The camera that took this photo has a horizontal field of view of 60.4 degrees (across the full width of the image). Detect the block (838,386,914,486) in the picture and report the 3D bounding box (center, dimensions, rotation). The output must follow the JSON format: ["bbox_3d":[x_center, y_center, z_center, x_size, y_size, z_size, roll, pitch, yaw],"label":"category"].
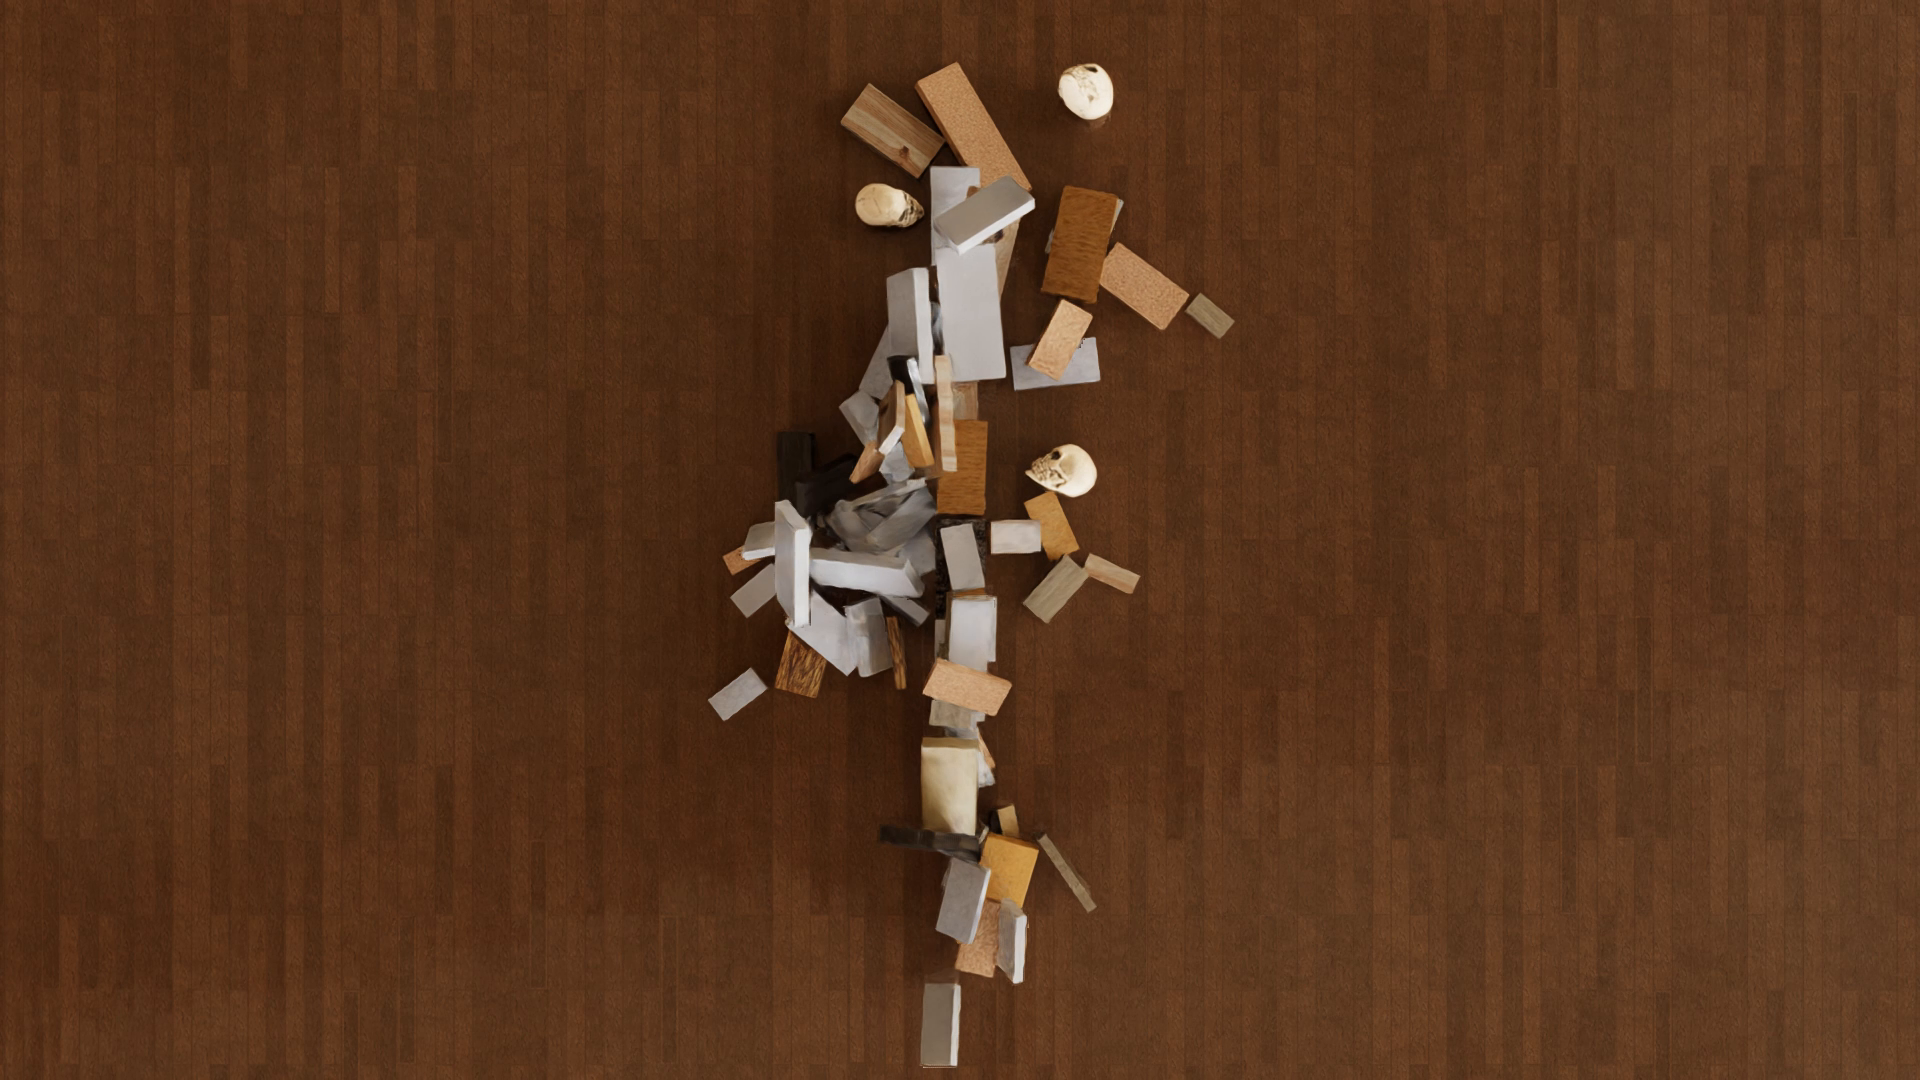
[{"bbox_3d":[-0.267,-0.335,5.409,0.036,0.126,0.322,-23,105,38],"label":"block"}]

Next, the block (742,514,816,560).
[{"bbox_3d":[-0.592,-0.011,5.397,0.243,0.034,0.122,-11,46,26],"label":"block"}]

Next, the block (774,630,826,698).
[{"bbox_3d":[-0.509,0.367,5.480,0.144,0.041,0.288,15,90,0],"label":"block"}]

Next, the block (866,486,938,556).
[{"bbox_3d":[-0.182,-0.056,5.337,0.028,0.368,0.099,-24,104,37],"label":"block"}]

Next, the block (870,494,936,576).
[{"bbox_3d":[-0.192,-0.022,5.457,0.155,0.044,0.310,-27,82,0],"label":"block"}]

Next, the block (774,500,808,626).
[{"bbox_3d":[-0.495,0.070,4.849,0.041,0.144,0.365,-16,133,-24],"label":"block"}]

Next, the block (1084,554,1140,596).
[{"bbox_3d":[0.501,0.113,5.489,0.183,0.020,0.070,25,89,0],"label":"block"}]

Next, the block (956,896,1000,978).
[{"bbox_3d":[0.076,1.301,5.420,0.127,0.036,0.254,14,100,-2],"label":"block"}]

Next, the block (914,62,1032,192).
[{"bbox_3d":[0.044,-1.331,5.456,0.159,0.045,0.486,-31,90,-17],"label":"block"}]

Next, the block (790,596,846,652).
[{"bbox_3d":[-0.465,0.275,5.441,0.179,0.025,0.090,-42,95,-3],"label":"block"}]

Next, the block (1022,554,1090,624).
[{"bbox_3d":[0.318,0.161,5.469,0.108,0.031,0.216,41,96,-6],"label":"block"}]

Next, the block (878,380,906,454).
[{"bbox_3d":[-0.207,-0.372,4.981,0.032,0.225,0.112,23,128,-21],"label":"block"}]

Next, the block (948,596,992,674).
[{"bbox_3d":[0.028,0.292,4.950,0.119,0.034,0.239,3,105,-4],"label":"block"}]

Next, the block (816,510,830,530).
[{"bbox_3d":[-0.501,-0.111,5.473,0.081,0.023,0.163,-20,90,24],"label":"block"}]

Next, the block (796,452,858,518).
[{"bbox_3d":[-0.433,-0.178,5.370,0.036,0.253,0.126,21,126,32],"label":"block"}]

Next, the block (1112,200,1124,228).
[{"bbox_3d":[0.482,-1.070,5.489,0.075,0.021,0.150,23,90,0],"label":"block"}]

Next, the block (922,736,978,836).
[{"bbox_3d":[-0.034,0.788,5.275,0.176,0.050,0.351,3,121,3],"label":"block"}]

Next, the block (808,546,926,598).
[{"bbox_3d":[-0.316,0.101,5.250,0.396,0.155,0.044,6,57,29],"label":"block"}]

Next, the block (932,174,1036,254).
[{"bbox_3d":[0.074,-0.999,5.053,0.285,0.040,0.143,-34,58,-10],"label":"block"}]

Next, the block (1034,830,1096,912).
[{"bbox_3d":[0.346,1.090,5.439,0.034,0.121,0.288,-35,90,-3],"label":"block"}]

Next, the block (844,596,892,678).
[{"bbox_3d":[-0.297,0.317,5.427,0.121,0.034,0.242,-19,101,-36],"label":"block"}]

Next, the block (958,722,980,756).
[{"bbox_3d":[0.026,0.627,5.261,0.064,0.018,0.129,-4,95,6],"label":"block"}]

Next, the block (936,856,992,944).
[{"bbox_3d":[0.012,1.172,5.376,0.127,0.036,0.254,18,99,28],"label":"block"}]

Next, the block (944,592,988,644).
[{"bbox_3d":[0.015,0.292,5.094,0.125,0.035,0.257,3,75,-1],"label":"block"}]

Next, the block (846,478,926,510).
[{"bbox_3d":[-0.238,-0.144,5.236,0.293,0.081,0.023,-20,79,43],"label":"block"}]

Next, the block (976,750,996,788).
[{"bbox_3d":[0.049,0.722,5.370,0.064,0.018,0.261,-17,135,7],"label":"block"}]

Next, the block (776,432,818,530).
[{"bbox_3d":[-0.536,-0.195,5.438,0.122,0.034,0.318,2,99,22],"label":"block"}]

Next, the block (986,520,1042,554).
[{"bbox_3d":[0.174,-0.011,5.392,0.216,0.031,0.108,-2,94,-38],"label":"block"}]

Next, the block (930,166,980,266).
[{"bbox_3d":[-0.014,-1.064,5.424,0.159,0.045,0.319,1,109,3],"label":"block"}]

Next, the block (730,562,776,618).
[{"bbox_3d":[-0.667,0.167,5.487,0.179,0.025,0.090,-40,90,0],"label":"block"}]

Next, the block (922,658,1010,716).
[{"bbox_3d":[0.019,0.443,4.965,0.238,0.034,0.119,19,121,-13],"label":"block"}]

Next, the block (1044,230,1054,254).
[{"bbox_3d":[0.365,-0.971,5.481,0.150,0.021,0.075,16,87,5],"label":"block"}]

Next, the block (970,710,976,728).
[{"bbox_3d":[-0.006,0.453,5.105,0.125,0.035,0.250,5,83,0],"label":"block"}]

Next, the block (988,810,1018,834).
[{"bbox_3d":[0.133,0.988,5.464,0.093,0.026,0.185,7,97,-16],"label":"block"}]

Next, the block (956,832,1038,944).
[{"bbox_3d":[0.123,1.167,5.439,0.176,0.050,0.383,15,100,-2],"label":"block"}]

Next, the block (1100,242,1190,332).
[{"bbox_3d":[0.600,-0.843,5.480,0.299,0.040,0.143,37,90,0],"label":"block"}]

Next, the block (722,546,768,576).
[{"bbox_3d":[-0.712,0.054,5.490,0.139,0.020,0.070,-28,90,0],"label":"block"}]

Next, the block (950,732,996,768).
[{"bbox_3d":[0.042,0.692,5.371,0.093,0.026,0.185,-18,135,8],"label":"block"}]

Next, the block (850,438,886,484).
[{"bbox_3d":[-0.276,-0.259,5.199,0.099,0.199,0.028,-33,76,-35],"label":"block"}]

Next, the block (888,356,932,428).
[{"bbox_3d":[-0.154,-0.455,5.089,0.032,0.113,0.225,-25,111,-28],"label":"block"}]
